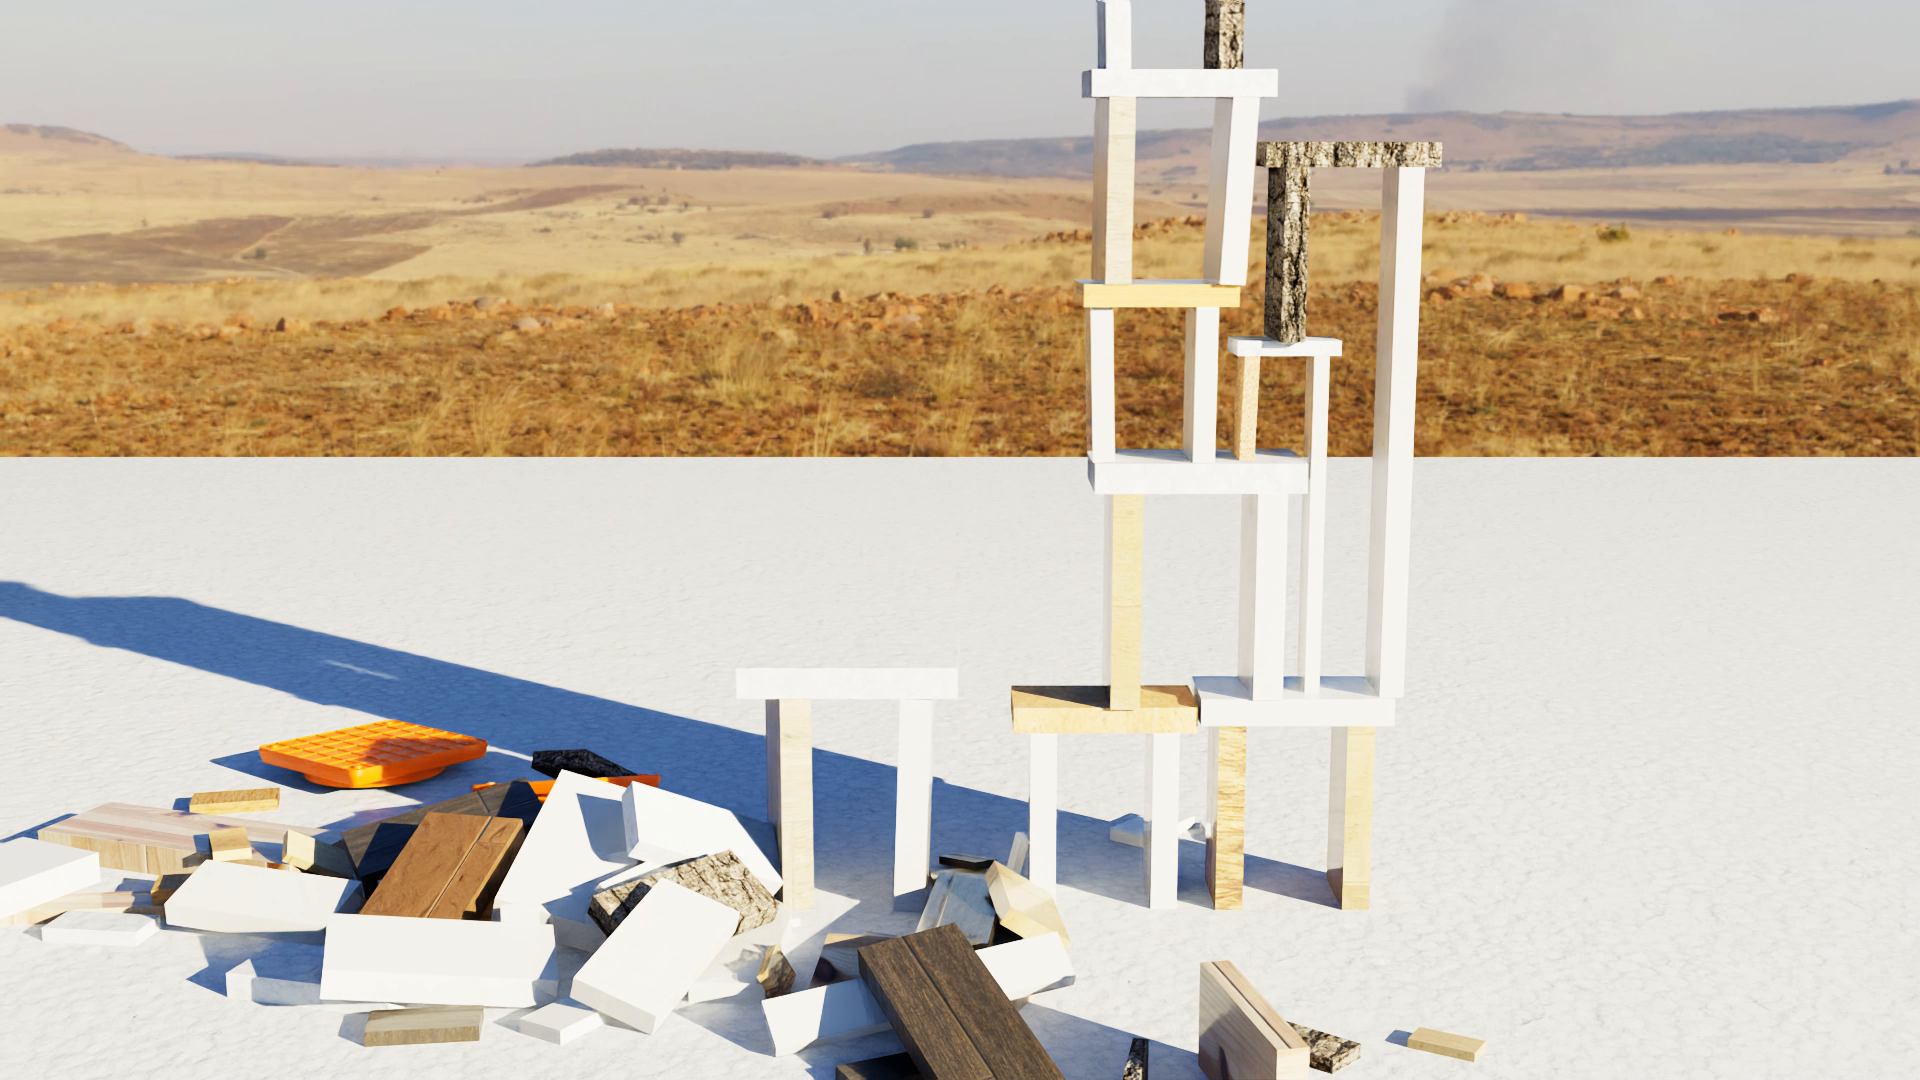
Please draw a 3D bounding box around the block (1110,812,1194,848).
[{"bbox_3d":[0.349,0.521,3.980,0.078,0.022,0.157,8,13,38],"label":"block"}]

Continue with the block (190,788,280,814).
[{"bbox_3d":[-1.362,0.492,4.135,0.156,0.022,0.078,-3,11,-14],"label":"block"}]

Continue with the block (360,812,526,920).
[{"bbox_3d":[-0.823,0.551,3.453,0.164,0.047,0.329,2,31,13],"label":"block"}]

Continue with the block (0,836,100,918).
[{"bbox_3d":[-1.593,0.566,3.540,0.180,0.051,0.359,5,12,27],"label":"block"}]

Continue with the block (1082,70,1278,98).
[{"bbox_3d":[0.339,-0.710,3.423,0.285,0.040,0.143,-1,11,-3],"label":"block"}]

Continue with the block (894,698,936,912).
[{"bbox_3d":[-0.074,0.414,3.640,0.050,0.355,0.177,2,11,1],"label":"block"}]

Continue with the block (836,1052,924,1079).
[{"bbox_3d":[-0.086,0.714,2.944,0.145,0.021,0.072,-5,12,-25],"label":"block"}]

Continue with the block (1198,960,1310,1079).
[{"bbox_3d":[0.376,0.668,2.844,0.042,0.148,0.295,-2,11,-12],"label":"block"}]

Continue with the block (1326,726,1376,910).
[{"bbox_3d":[0.646,0.438,3.639,0.044,0.311,0.155,0,11,0],"label":"block"}]

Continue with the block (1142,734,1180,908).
[{"bbox_3d":[0.333,0.444,3.644,0.042,0.297,0.148,0,10,0],"label":"block"}]

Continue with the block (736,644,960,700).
[{"bbox_3d":[-0.180,0.214,3.608,0.355,0.050,0.177,0,11,1],"label":"block"}]

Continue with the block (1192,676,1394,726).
[{"bbox_3d":[0.542,0.263,3.607,0.310,0.044,0.155,0,11,0],"label":"block"}]

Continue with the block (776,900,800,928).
[{"bbox_3d":[-0.296,0.606,3.550,0.046,0.013,0.092,-5,12,-25],"label":"block"}]

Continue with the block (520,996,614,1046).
[{"bbox_3d":[-0.546,0.677,3.142,0.078,0.022,0.156,7,12,32],"label":"block"}]

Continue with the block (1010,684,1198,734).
[{"bbox_3d":[0.234,0.277,3.612,0.297,0.042,0.148,0,11,-1],"label":"block"}]

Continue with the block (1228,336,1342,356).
[{"bbox_3d":[0.516,-0.309,3.500,0.166,0.023,0.083,0,11,-4],"label":"block"}]

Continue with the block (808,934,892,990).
[{"bbox_3d":[-0.101,0.630,3.183,0.221,0.031,0.110,0,43,19],"label":"block"}]

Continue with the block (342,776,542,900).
[{"bbox_3d":[-0.854,0.494,3.668,0.317,0.045,0.158,-16,26,-21],"label":"block"}]

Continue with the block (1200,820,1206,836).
[{"bbox_3d":[0.466,0.526,3.974,0.048,0.014,0.095,-1,11,-6],"label":"block"}]

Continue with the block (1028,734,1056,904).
[{"bbox_3d":[0.136,0.444,3.644,0.042,0.297,0.148,0,11,0],"label":"block"}]

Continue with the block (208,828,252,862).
[{"bbox_3d":[-1.241,0.517,3.736,0.061,0.017,0.122,-4,11,-22],"label":"block"}]

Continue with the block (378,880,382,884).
[{"bbox_3d":[-0.810,0.570,3.525,0.224,0.032,0.112,-10,35,-19],"label":"block"}]

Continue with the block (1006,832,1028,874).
[{"bbox_3d":[0.092,0.540,3.672,0.014,0.096,0.048,13,8,-11],"label":"block"}]

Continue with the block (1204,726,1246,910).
[{"bbox_3d":[0.439,0.438,3.639,0.044,0.311,0.155,0,11,0],"label":"block"}]

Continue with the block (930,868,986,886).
[{"bbox_3d":[-0.001,0.572,3.729,0.096,0.014,0.048,-1,11,-6],"label":"block"}]

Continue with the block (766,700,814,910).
[{"bbox_3d":[-0.284,0.414,3.646,0.050,0.355,0.177,-3,11,-13],"label":"block"}]

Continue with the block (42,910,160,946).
[{"bbox_3d":[-1.358,0.614,3.479,0.157,0.022,0.078,1,11,7],"label":"block"}]

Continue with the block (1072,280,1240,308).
[{"bbox_3d":[0.309,-0.390,3.475,0.245,0.035,0.122,-1,11,-5],"label":"block"}]

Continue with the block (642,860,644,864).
[{"bbox_3d":[-0.574,0.504,3.759,0.317,0.045,0.158,2,11,8],"label":"block"}]

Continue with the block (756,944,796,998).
[{"bbox_3d":[-0.270,0.641,3.238,0.016,0.056,0.112,-30,7,8],"label":"block"}]

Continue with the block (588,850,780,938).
[{"bbox_3d":[-0.421,0.565,3.367,0.265,0.038,0.133,-13,45,-44],"label":"block"}]

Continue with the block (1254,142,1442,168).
[{"bbox_3d":[0.605,-0.605,3.448,0.270,0.038,0.135,0,11,-1],"label":"block"}]

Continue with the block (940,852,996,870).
[{"bbox_3d":[0.013,0.553,3.783,0.048,0.014,0.096,-2,1,-40],"label":"block"}]

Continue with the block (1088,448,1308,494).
[{"bbox_3d":[0.378,-0.111,3.539,0.335,0.047,0.167,0,11,-1],"label":"block"}]

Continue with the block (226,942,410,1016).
[{"bbox_3d":[-0.928,0.648,3.252,0.268,0.038,0.134,3,11,16],"label":"block"}]
